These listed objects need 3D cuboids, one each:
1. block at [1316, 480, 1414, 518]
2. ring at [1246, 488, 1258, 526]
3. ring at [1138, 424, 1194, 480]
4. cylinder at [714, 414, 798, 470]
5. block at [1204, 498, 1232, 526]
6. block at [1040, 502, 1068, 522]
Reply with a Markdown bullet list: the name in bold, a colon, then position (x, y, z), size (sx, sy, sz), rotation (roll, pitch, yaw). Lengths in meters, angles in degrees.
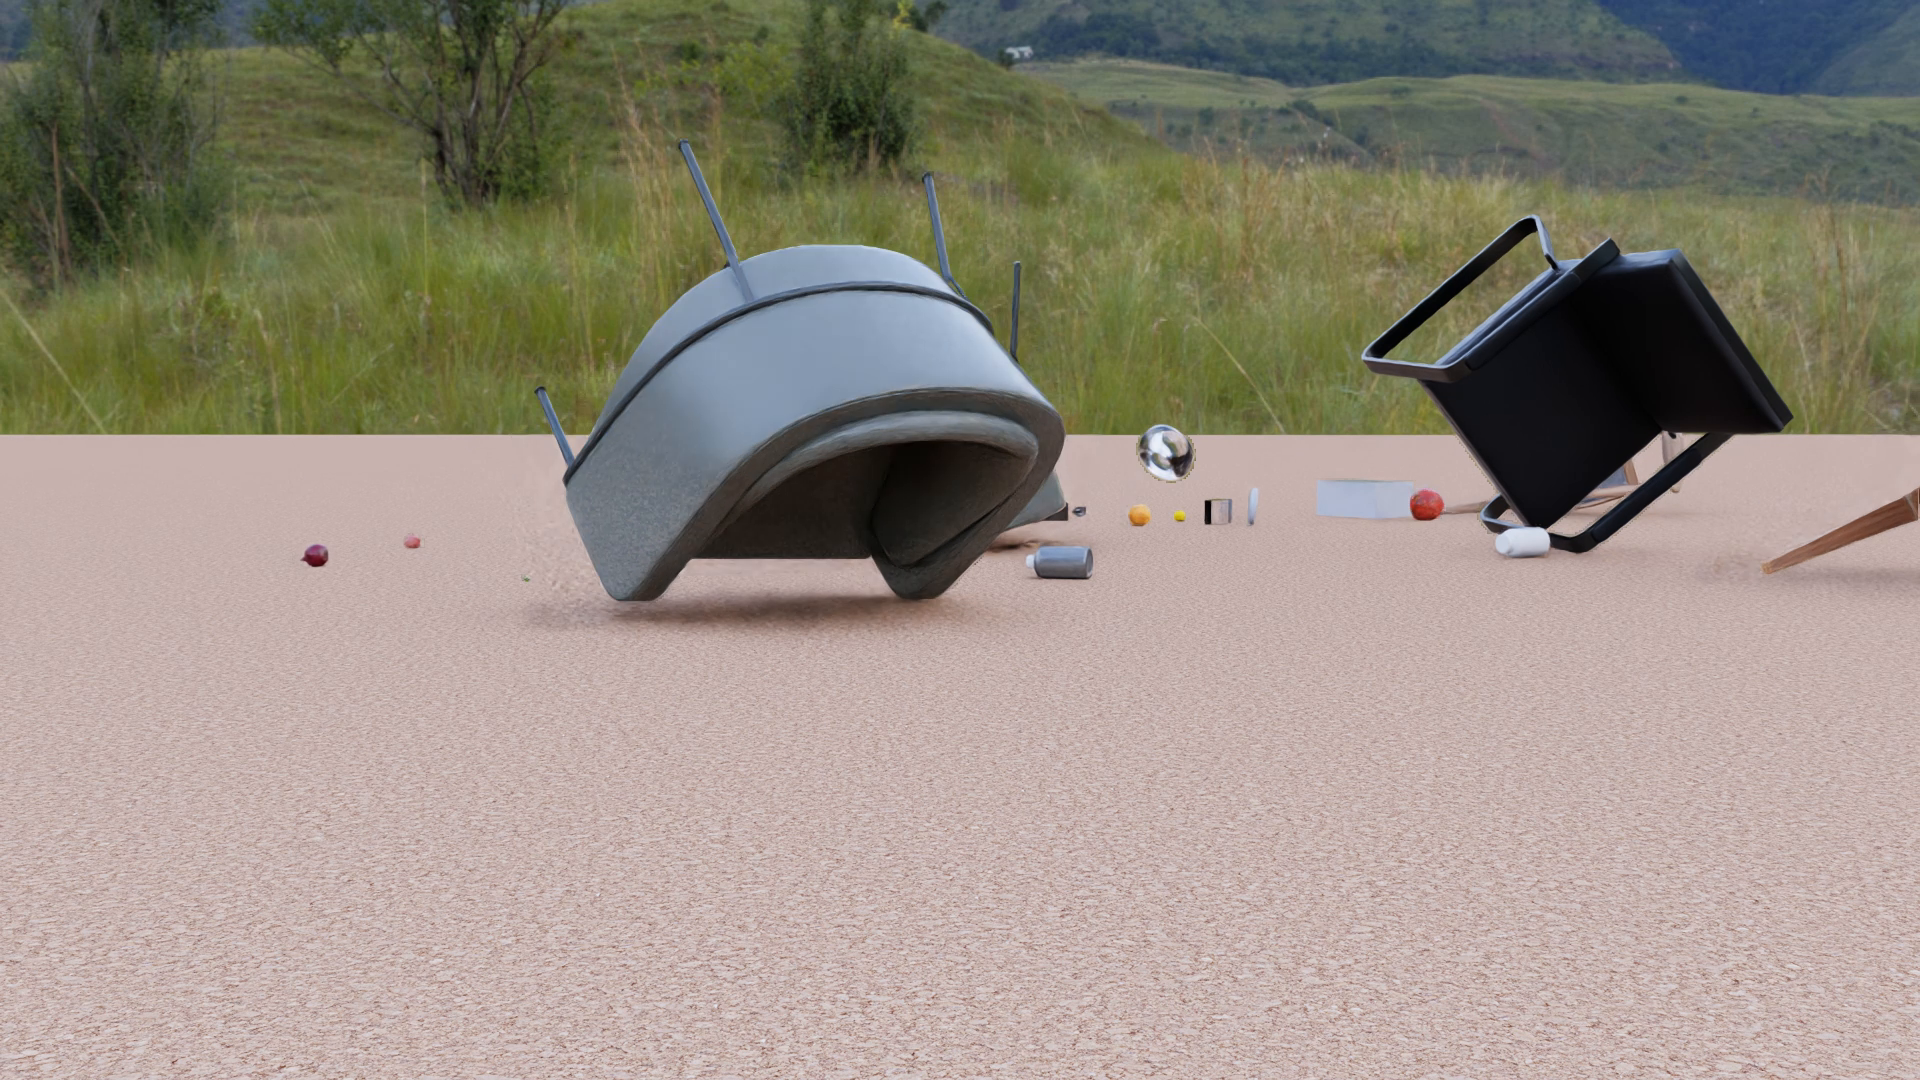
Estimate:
- **block**: position (1.432, -0.147, 7.778), size (0.187, 0.123, 0.286), rotation (-3, 5, -35)
- **ring**: position (0.967, -0.109, 7.266), size (0.028, 0.120, 0.149), rotation (8, 27, 8)
- **ring**: position (0.674, -0.287, 7.200), size (0.186, 0.097, 0.281), rotation (31, -16, 12)
- **cylinder**: position (-0.782, -0.377, 8.444), size (0.300, 0.129, 0.295), rotation (-1, 19, -41)
- **block**: position (0.860, -0.094, 7.322), size (0.055, 0.081, 0.125), rotation (2, 4, 24)
- **block**: position (0.322, -0.097, 7.535), size (0.075, 0.058, 0.079), rotation (-2, 4, -23)
